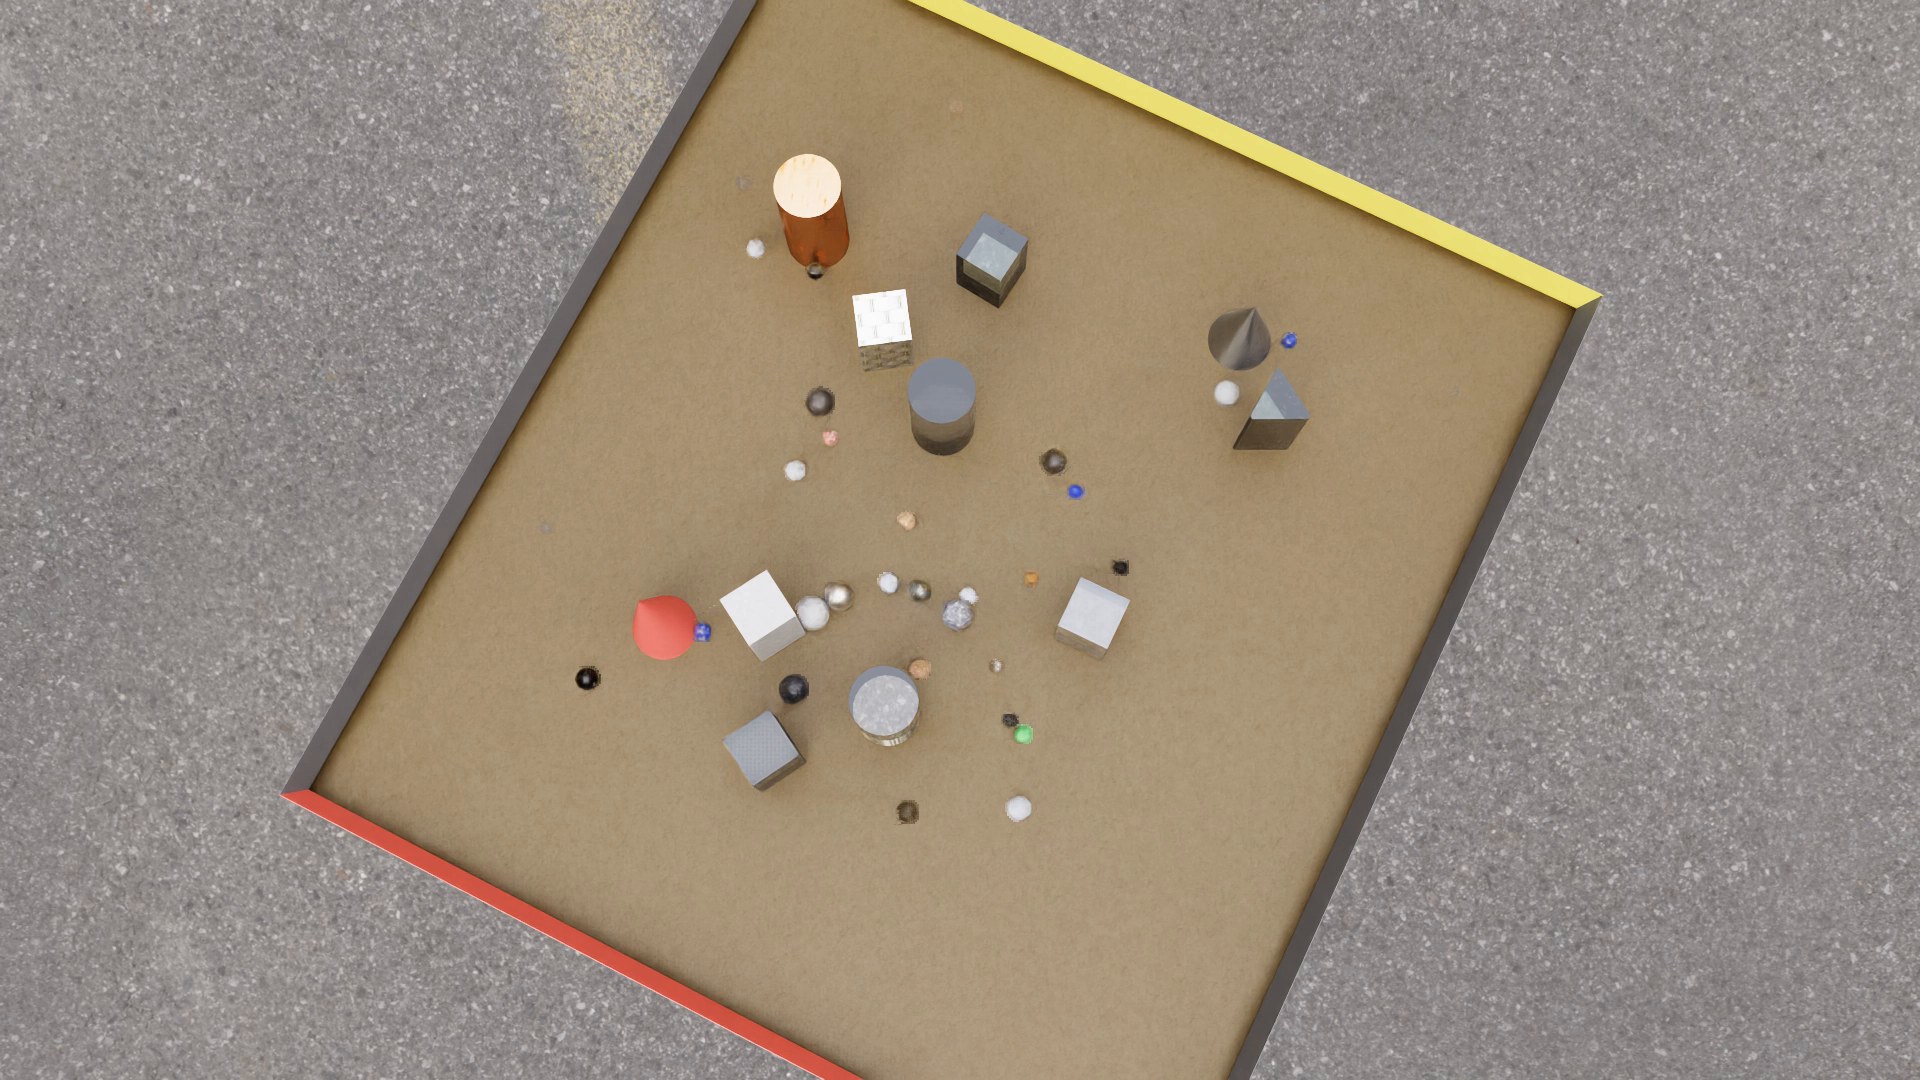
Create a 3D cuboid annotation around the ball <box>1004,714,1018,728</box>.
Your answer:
[{"bbox_3d":[0.151,0.540,5.484,0.041,0.041,0.041,0,78,0],"label":"ball"}]

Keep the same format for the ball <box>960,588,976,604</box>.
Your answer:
[{"bbox_3d":[0.025,0.169,5.555,0.053,0.053,0.053,0,78,0],"label":"ball"}]

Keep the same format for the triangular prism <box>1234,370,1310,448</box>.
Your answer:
[{"bbox_3d":[0.931,-0.392,5.515,0.172,0.358,0.149,0,78,0],"label":"triangular prism"}]

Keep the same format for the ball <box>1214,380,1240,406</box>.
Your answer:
[{"bbox_3d":[0.827,-0.455,5.671,0.078,0.078,0.078,0,78,0],"label":"ball"}]

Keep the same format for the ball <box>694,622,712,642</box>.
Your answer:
[{"bbox_3d":[-0.776,0.278,5.531,0.054,0.054,0.054,0,78,0],"label":"ball"}]

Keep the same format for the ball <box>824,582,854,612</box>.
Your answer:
[{"bbox_3d":[-0.364,0.170,5.534,0.092,0.092,0.092,0,78,0],"label":"ball"}]

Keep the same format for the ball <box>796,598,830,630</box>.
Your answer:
[{"bbox_3d":[-0.443,0.222,5.520,0.099,0.099,0.099,0,78,0],"label":"ball"}]

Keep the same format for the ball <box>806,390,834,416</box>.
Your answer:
[{"bbox_3d":[-0.434,-0.423,5.660,0.086,0.086,0.086,0,78,0],"label":"ball"}]

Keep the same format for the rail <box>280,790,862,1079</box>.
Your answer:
[{"bbox_3d":[-0.691,1.361,5.268,2.860,0.129,0.045,26,80,5],"label":"rail"}]

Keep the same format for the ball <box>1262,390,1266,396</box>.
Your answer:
[{"bbox_3d":[0.965,-0.444,5.673,0.060,0.060,0.060,0,78,0],"label":"ball"}]

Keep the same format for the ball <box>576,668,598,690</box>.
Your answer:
[{"bbox_3d":[-1.118,0.417,5.496,0.067,0.067,0.067,0,78,0],"label":"ball"}]

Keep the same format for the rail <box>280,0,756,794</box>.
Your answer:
[{"bbox_3d":[-1.258,-0.609,5.676,0.045,0.129,3.139,26,80,5],"label":"rail"}]

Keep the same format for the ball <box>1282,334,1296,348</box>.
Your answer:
[{"bbox_3d":[1.026,-0.621,5.722,0.046,0.046,0.046,0,78,0],"label":"ball"}]

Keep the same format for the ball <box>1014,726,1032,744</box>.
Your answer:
[{"bbox_3d":[0.188,0.581,5.471,0.050,0.050,0.050,0,78,0],"label":"ball"}]

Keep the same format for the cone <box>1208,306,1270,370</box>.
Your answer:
[{"bbox_3d":[0.876,-0.658,5.587,0.198,0.325,0.198,0,78,0],"label":"cone"}]

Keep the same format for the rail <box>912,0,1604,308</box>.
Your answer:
[{"bbox_3d":[0.691,-1.347,5.829,2.860,0.129,0.045,26,80,5],"label":"rail"}]

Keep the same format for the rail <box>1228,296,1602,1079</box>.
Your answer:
[{"bbox_3d":[1.258,0.623,5.421,0.045,0.129,3.139,26,80,5],"label":"rail"}]

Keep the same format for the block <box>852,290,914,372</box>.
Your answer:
[{"bbox_3d":[-0.233,-0.639,5.614,0.159,0.264,0.159,-8,78,-2],"label":"block"}]

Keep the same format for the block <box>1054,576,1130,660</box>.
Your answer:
[{"bbox_3d":[0.390,0.236,5.443,0.159,0.244,0.159,25,79,5],"label":"block"}]

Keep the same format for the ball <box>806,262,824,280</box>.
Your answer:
[{"bbox_3d":[-0.453,-0.841,5.727,0.053,0.053,0.053,0,78,0],"label":"ball"}]

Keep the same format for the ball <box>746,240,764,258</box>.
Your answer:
[{"bbox_3d":[-0.644,-0.920,5.778,0.056,0.056,0.056,0,78,0],"label":"ball"}]

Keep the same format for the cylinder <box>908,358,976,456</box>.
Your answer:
[{"bbox_3d":[-0.053,-0.396,5.505,0.198,0.379,0.198,0,78,0],"label":"cylinder"}]

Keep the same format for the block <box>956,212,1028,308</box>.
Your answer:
[{"bbox_3d":[0.098,-0.861,5.663,0.159,0.259,0.159,32,80,6],"label":"block"}]

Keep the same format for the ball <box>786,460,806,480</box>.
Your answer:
[{"bbox_3d":[-0.504,-0.213,5.629,0.061,0.061,0.061,0,78,0],"label":"ball"}]

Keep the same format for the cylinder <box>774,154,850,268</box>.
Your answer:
[{"bbox_3d":[-0.449,-0.997,5.600,0.198,0.436,0.198,0,78,0],"label":"cylinder"}]

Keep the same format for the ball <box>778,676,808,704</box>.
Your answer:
[{"bbox_3d":[-0.500,0.447,5.480,0.086,0.086,0.086,0,78,0],"label":"ball"}]

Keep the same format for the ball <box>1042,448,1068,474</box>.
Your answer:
[{"bbox_3d":[0.290,-0.241,5.627,0.078,0.078,0.078,0,78,0],"label":"ball"}]

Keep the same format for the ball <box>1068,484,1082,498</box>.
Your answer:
[{"bbox_3d":[0.354,-0.149,5.625,0.045,0.045,0.045,0,78,0],"label":"ball"}]

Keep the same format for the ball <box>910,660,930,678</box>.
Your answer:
[{"bbox_3d":[-0.122,0.388,5.507,0.058,0.058,0.058,0,78,0],"label":"ball"}]

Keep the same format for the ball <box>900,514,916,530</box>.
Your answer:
[{"bbox_3d":[-0.160,-0.056,5.602,0.052,0.052,0.052,0,78,0],"label":"ball"}]

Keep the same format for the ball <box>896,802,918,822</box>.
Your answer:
[{"bbox_3d":[-0.156,0.804,5.418,0.062,0.062,0.062,0,78,0],"label":"ball"}]

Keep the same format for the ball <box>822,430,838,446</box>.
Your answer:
[{"bbox_3d":[-0.400,-0.316,5.657,0.048,0.048,0.048,0,78,0],"label":"ball"}]

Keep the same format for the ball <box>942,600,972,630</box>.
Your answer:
[{"bbox_3d":[-0.008,0.226,5.523,0.092,0.092,0.092,0,78,0],"label":"ball"}]

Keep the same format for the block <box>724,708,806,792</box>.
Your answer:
[{"bbox_3d":[-0.568,0.618,5.353,0.159,0.266,0.159,-33,80,-7],"label":"block"}]

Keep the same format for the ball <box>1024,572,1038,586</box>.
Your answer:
[{"bbox_3d":[0.215,0.119,5.570,0.042,0.042,0.042,0,78,0],"label":"ball"}]

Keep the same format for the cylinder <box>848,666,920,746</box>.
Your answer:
[{"bbox_3d":[-0.217,0.487,5.351,0.198,0.323,0.198,0,78,0],"label":"cylinder"}]

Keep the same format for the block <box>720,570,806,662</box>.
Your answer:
[{"bbox_3d":[-0.576,0.228,5.393,0.159,0.346,0.159,-33,80,-6],"label":"block"}]

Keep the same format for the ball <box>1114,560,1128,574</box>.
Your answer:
[{"bbox_3d":[0.490,0.084,5.578,0.042,0.042,0.042,0,78,0],"label":"ball"}]

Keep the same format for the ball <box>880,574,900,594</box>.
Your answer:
[{"bbox_3d":[-0.214,0.132,5.558,0.060,0.060,0.060,0,78,0],"label":"ball"}]

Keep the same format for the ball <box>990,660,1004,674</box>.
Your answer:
[{"bbox_3d":[0.109,0.384,5.516,0.041,0.041,0.041,0,78,0],"label":"ball"}]

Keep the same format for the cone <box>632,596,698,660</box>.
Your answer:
[{"bbox_3d":[-0.896,0.218,5.333,0.198,0.467,0.198,0,78,0],"label":"cone"}]

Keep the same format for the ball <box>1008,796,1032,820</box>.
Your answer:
[{"bbox_3d":[0.176,0.792,5.417,0.071,0.071,0.071,0,78,0],"label":"ball"}]

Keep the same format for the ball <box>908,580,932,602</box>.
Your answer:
[{"bbox_3d":[-0.120,0.156,5.549,0.070,0.070,0.070,0,78,0],"label":"ball"}]
